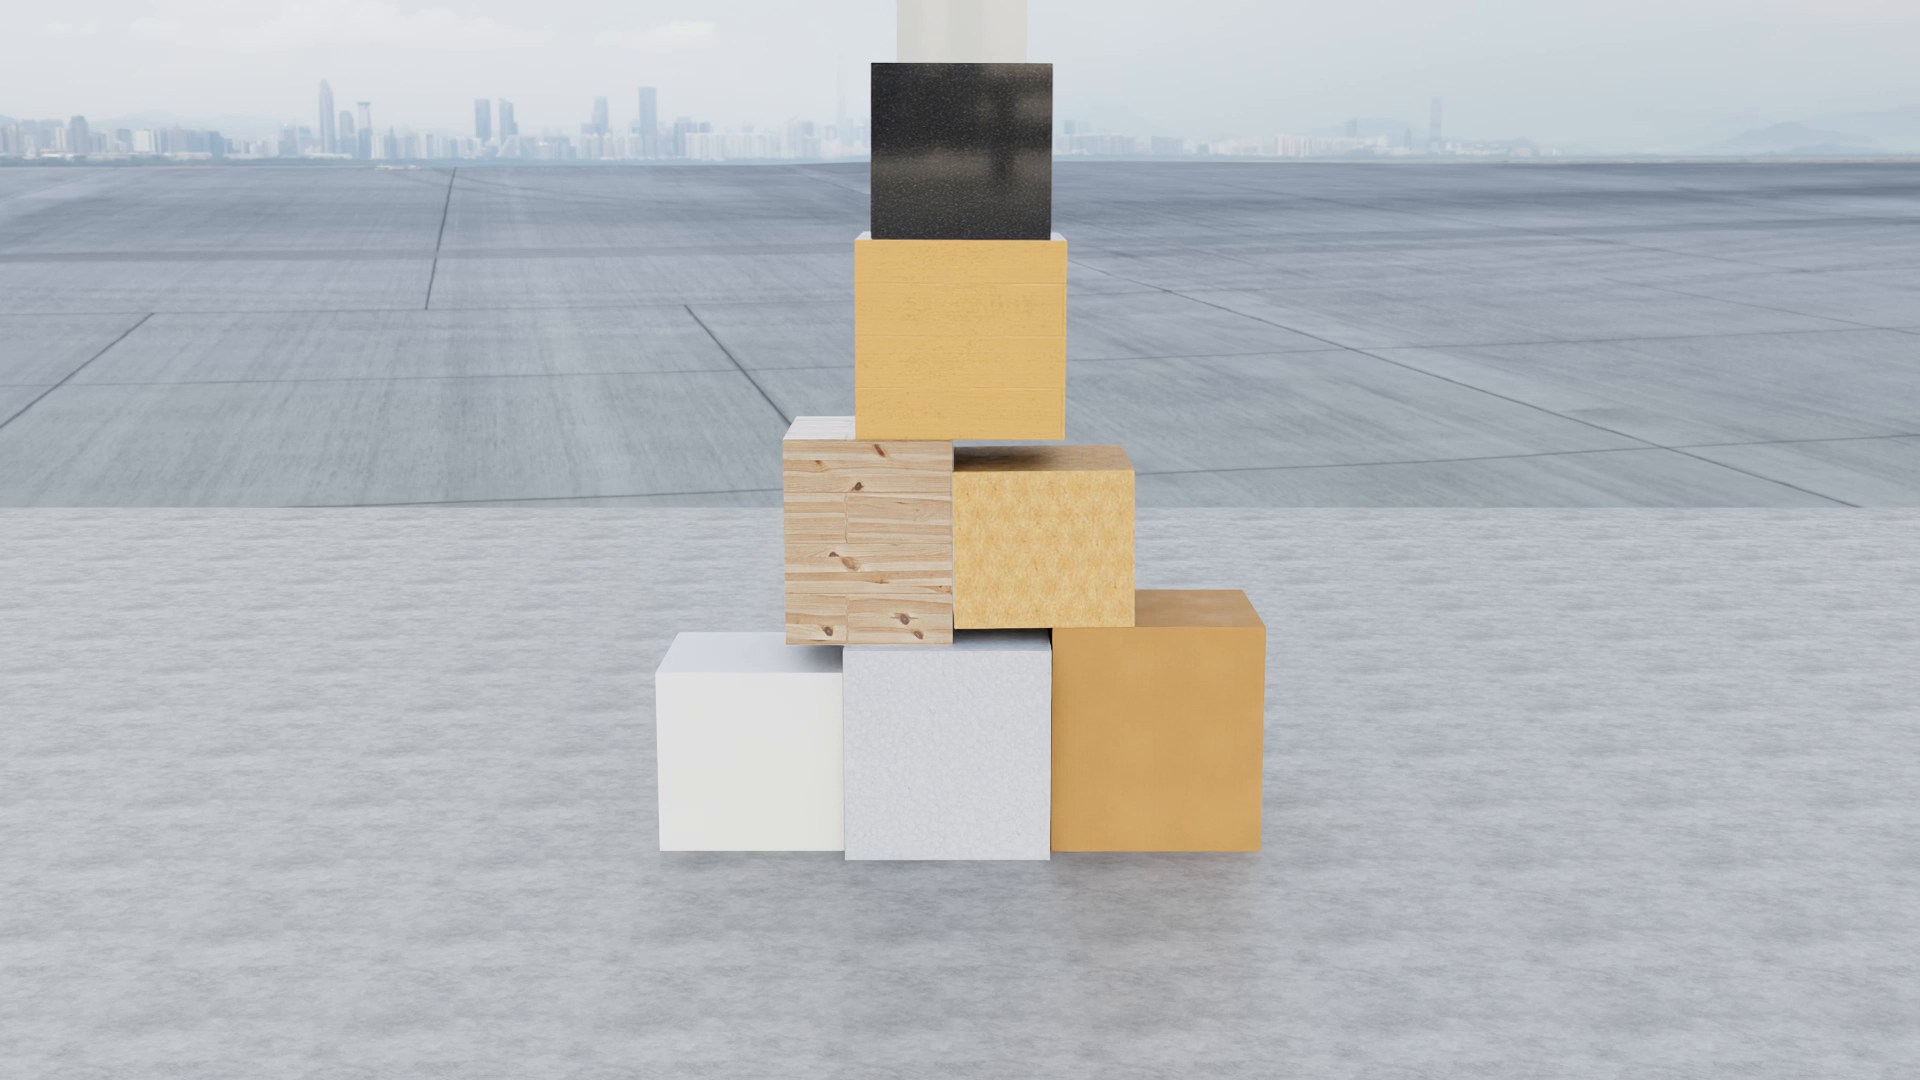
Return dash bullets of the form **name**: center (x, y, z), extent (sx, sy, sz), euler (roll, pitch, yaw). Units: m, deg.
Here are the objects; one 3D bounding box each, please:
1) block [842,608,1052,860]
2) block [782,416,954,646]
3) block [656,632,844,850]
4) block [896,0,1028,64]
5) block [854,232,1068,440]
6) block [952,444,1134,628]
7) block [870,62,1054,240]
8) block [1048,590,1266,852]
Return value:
- **block**: center (-0.062, 0.956, 11.346), extent (1.014, 1.059, 1.166), euler (0, 10, 0)
- **block**: center (-0.447, -0.066, 11.158), extent (0.819, 1.019, 0.899), euler (0, 10, 0)
- **block**: center (-1.041, 1.024, 11.379), extent (0.924, 0.914, 0.912), euler (0, 10, 0)
- **block**: center (0.011, -2.603, 10.700), extent (0.618, 0.576, 0.648), euler (0, 10, 0)
- **block**: center (0.003, -1.038, 10.994), extent (1.009, 0.954, 0.961), euler (0, 10, 0)
- **block**: center (0.410, -0.032, 11.163), extent (0.884, 0.776, 0.904), euler (-1, 10, 0)
- **block**: center (0.007, -1.914, 10.834), extent (0.859, 0.827, 0.838), euler (0, 10, 0)
- **block**: center (0.979, 0.910, 11.352), extent (1.048, 1.147, 0.921), euler (0, 10, 0)
